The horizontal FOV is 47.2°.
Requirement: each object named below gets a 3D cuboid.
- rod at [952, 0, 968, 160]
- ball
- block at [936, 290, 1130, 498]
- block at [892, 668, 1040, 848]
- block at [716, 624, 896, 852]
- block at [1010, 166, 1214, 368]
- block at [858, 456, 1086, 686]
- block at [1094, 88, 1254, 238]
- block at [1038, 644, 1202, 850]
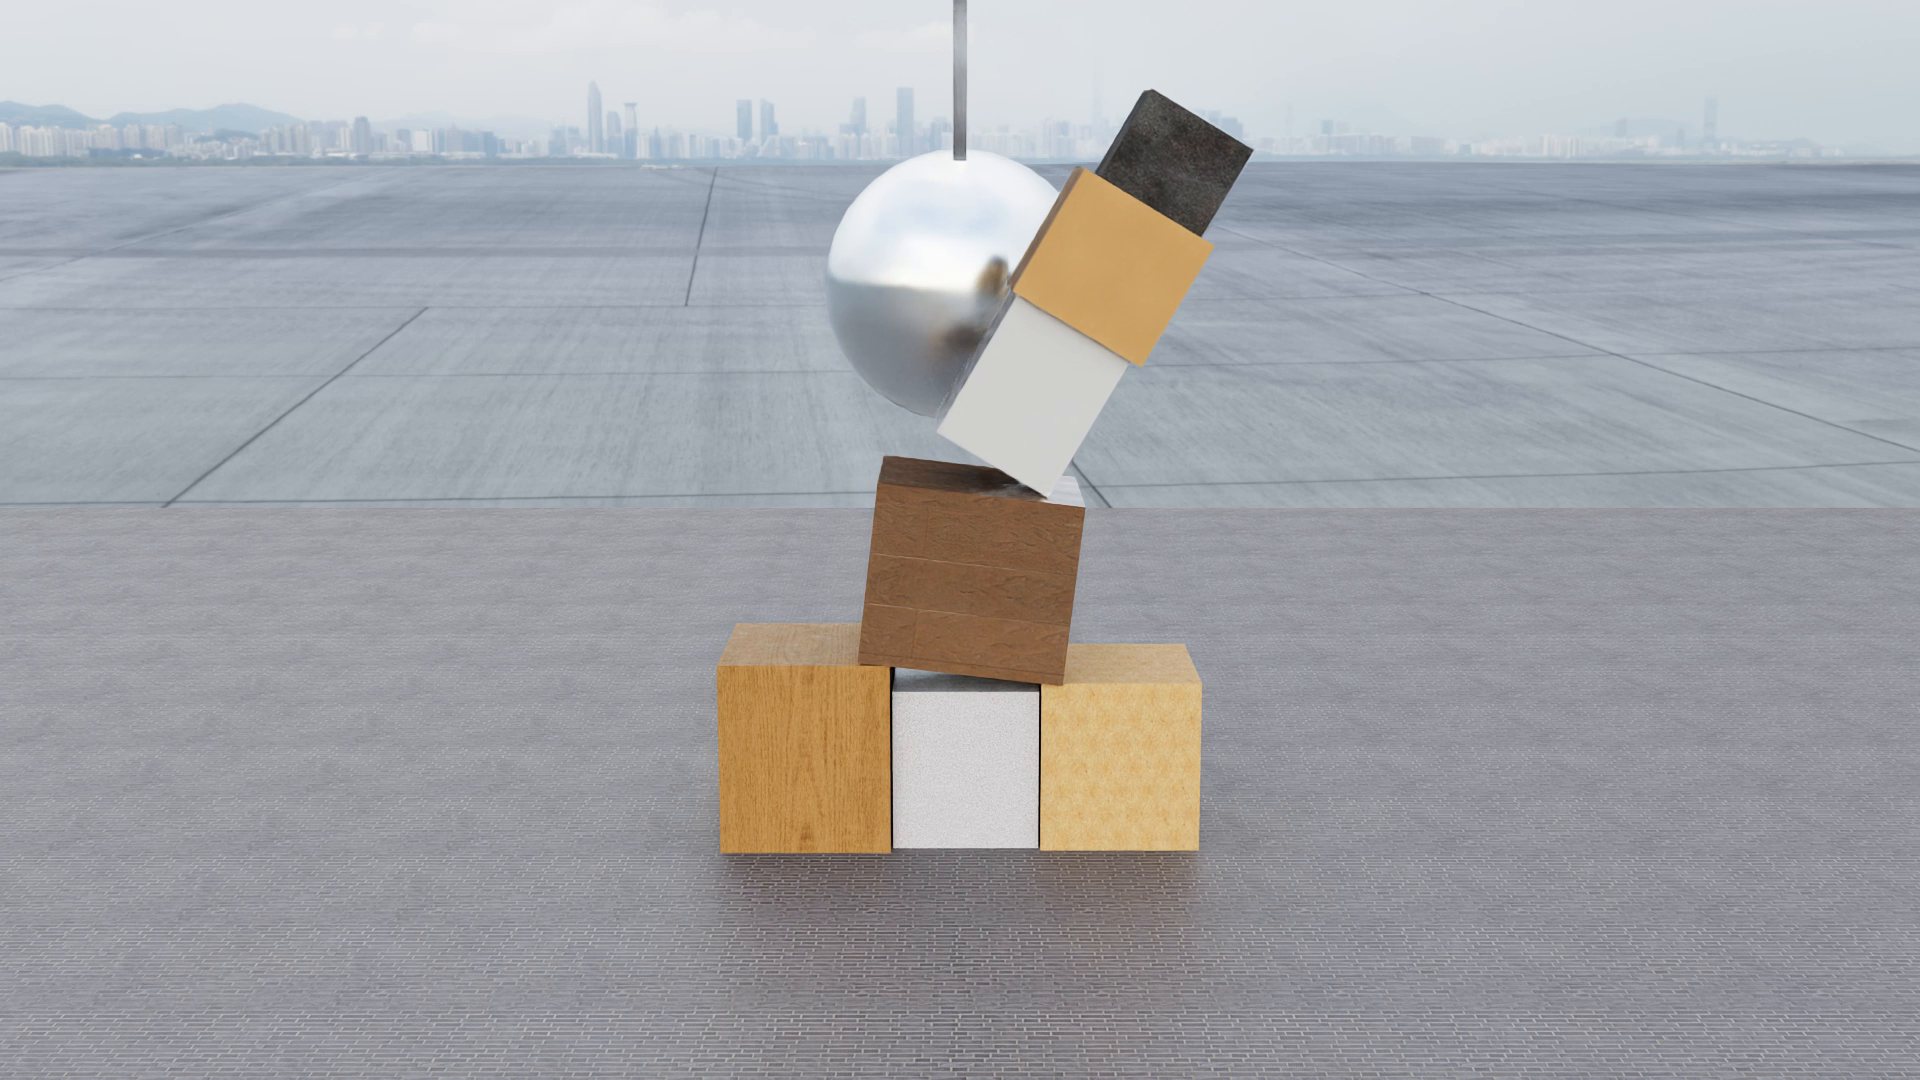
[{"bbox_3d":[0.000,-4.431,11.288,0.080,5.200,0.080,0,31,0],"label":"rod"},{"bbox_3d":[0.000,-1.502,13.016,1.600,1.600,1.600,0,10,0],"label":"ball"},{"bbox_3d":[0.356,-0.759,11.044,0.638,0.783,0.675,30,9,-5],"label":"block"},{"bbox_3d":[0.028,1.078,11.378,0.728,0.808,0.815,0,10,0],"label":"block"},{"bbox_3d":[-0.771,1.003,11.371,0.850,0.958,0.973,0,10,0],"label":"block"},{"bbox_3d":[0.735,-1.376,10.950,0.724,0.676,0.839,30,9,-5],"label":"block"},{"bbox_3d":[0.052,0.135,11.196,1.015,0.898,0.969,7,10,-1],"label":"block"},{"bbox_3d":[1.040,-1.855,10.826,0.568,0.484,0.574,30,9,-5],"label":"block"},{"bbox_3d":[0.799,1.054,11.366,0.793,0.859,0.872,0,10,0],"label":"block"}]
